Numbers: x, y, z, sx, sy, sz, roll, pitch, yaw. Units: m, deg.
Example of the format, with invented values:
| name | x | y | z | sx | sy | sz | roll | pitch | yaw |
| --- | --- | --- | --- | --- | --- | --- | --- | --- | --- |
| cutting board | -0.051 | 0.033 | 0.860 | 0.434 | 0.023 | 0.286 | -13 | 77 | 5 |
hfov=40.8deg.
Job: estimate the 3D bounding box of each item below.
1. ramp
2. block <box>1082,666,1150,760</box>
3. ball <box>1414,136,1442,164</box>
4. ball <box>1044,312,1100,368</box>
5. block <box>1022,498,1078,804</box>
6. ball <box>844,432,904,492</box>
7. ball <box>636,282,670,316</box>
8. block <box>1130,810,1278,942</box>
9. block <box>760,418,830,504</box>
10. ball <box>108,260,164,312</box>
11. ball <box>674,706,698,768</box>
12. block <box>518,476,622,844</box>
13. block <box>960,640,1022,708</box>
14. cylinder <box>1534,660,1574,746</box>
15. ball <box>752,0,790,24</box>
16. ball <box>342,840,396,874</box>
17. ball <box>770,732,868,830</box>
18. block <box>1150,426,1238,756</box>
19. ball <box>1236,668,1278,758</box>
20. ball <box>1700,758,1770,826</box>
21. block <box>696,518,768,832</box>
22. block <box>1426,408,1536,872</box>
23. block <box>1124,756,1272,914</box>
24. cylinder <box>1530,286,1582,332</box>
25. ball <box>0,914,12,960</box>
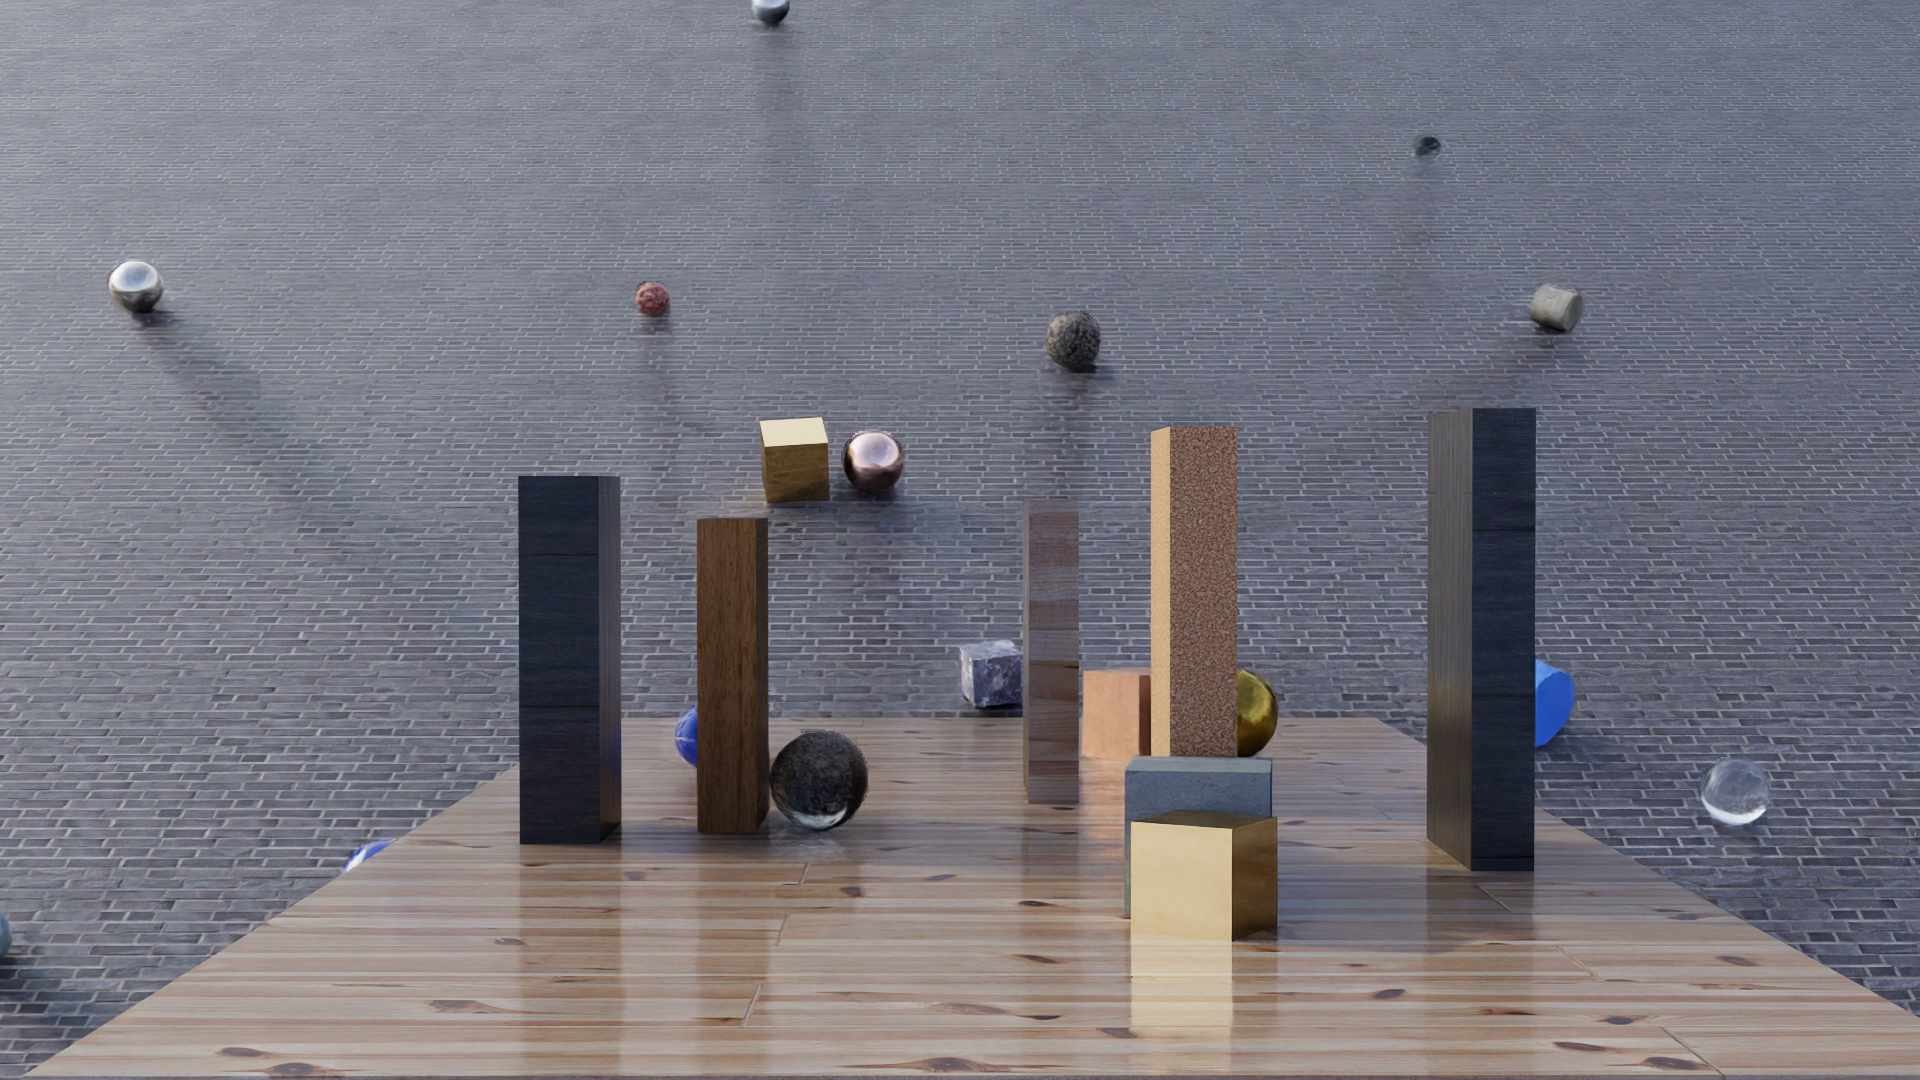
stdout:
| name | x | y | z | sx | sy | sz | roll | pitch | yaw |
| --- | --- | --- | --- | --- | --- | --- | --- | --- | --- |
| ramp | 0.060 | 0.544 | 4.580 | 2.000 | 0.100 | 4.000 | 0 | 1 | 0 |
| block | 0.399 | 0.379 | 5.654 | 0.185 | 0.185 | 0.185 | -1 | 1 | -38 |
| ball | 1.961 | -1.639 | 10.828 | 0.115 | 0.115 | 0.115 | 0 | 27 | 0 |
| ball | 0.386 | -0.684 | 8.837 | 0.191 | 0.191 | 0.191 | 0 | 27 | 0 |
| block | 0.174 | 0.203 | 5.015 | 0.093 | 0.565 | 0.444 | 0 | 1 | 0 |
| ball | -0.267 | -0.240 | 7.955 | 0.187 | 0.187 | 0.187 | 0 | 27 | 0 |
| ball | -1.104 | -0.865 | 9.277 | 0.121 | 0.121 | 0.121 | 0 | 27 | 0 |
| block | 0.326 | 0.445 | 3.437 | 0.146 | 0.146 | 0.146 | 1 | 1 | 31 |
| block | -0.511 | -0.246 | 7.963 | 0.192 | 0.192 | 0.192 | -4 | 27 | -8 |
| ball | -2.970 | -0.915 | 9.304 | 0.186 | 0.186 | 0.186 | 0 | 27 | 0 |
| ball | -0.528 | 0.411 | 5.387 | 0.134 | 0.134 | 0.134 | 0 | 27 | 0 |
| block | -0.660 | 0.195 | 4.384 | 0.132 | 0.607 | 0.275 | 0 | 1 | 0 |
| block | 0.083 | 0.351 | 6.812 | 0.132 | 0.132 | 0.132 | -7 | 17 | -13 |
| cylinder | 1.435 | 0.397 | 6.660 | 0.208 | 0.208 | 0.208 | -21 | 33 | -35 |
| ball | -0.937 | -2.645 | 12.757 | 0.186 | 0.186 | 0.186 | 0 | 27 | 0 |
| ball | -1.312 | 0.785 | 5.894 | 0.201 | 0.201 | 0.201 | 0 | 27 | 0 |
| ball | -0.242 | 0.414 | 4.429 | 0.168 | 0.168 | 0.168 | 0 | 27 | 0 |
| block | 0.352 | 0.170 | 3.914 | 0.097 | 0.675 | 0.365 | 0 | 1 | 0 |
| ball | 0.584 | 0.374 | 5.552 | 0.201 | 0.201 | 0.201 | 0 | 27 | 0 |
| ball | 1.886 | 0.613 | 6.281 | 0.162 | 0.162 | 0.162 | 0 | 27 | 0 |
| block | -0.398 | 0.229 | 4.538 | 0.101 | 0.533 | 0.284 | 0 | 1 | 0 |
| block | 0.830 | 0.149 | 4.129 | 0.097 | 0.708 | 0.374 | 0 | 1 | 0 |
| block | 0.338 | 0.414 | 3.632 | 0.199 | 0.199 | 0.199 | 0 | 1 | 8 |
| cylinder | 2.120 | -0.824 | 9.175 | 0.135 | 0.135 | 0.135 | 21 | 34 | 36 |
| ball | -2.189 | 0.888 | 5.765 | 0.133 | 0.133 | 0.133 | 0 | 27 | 0 |
